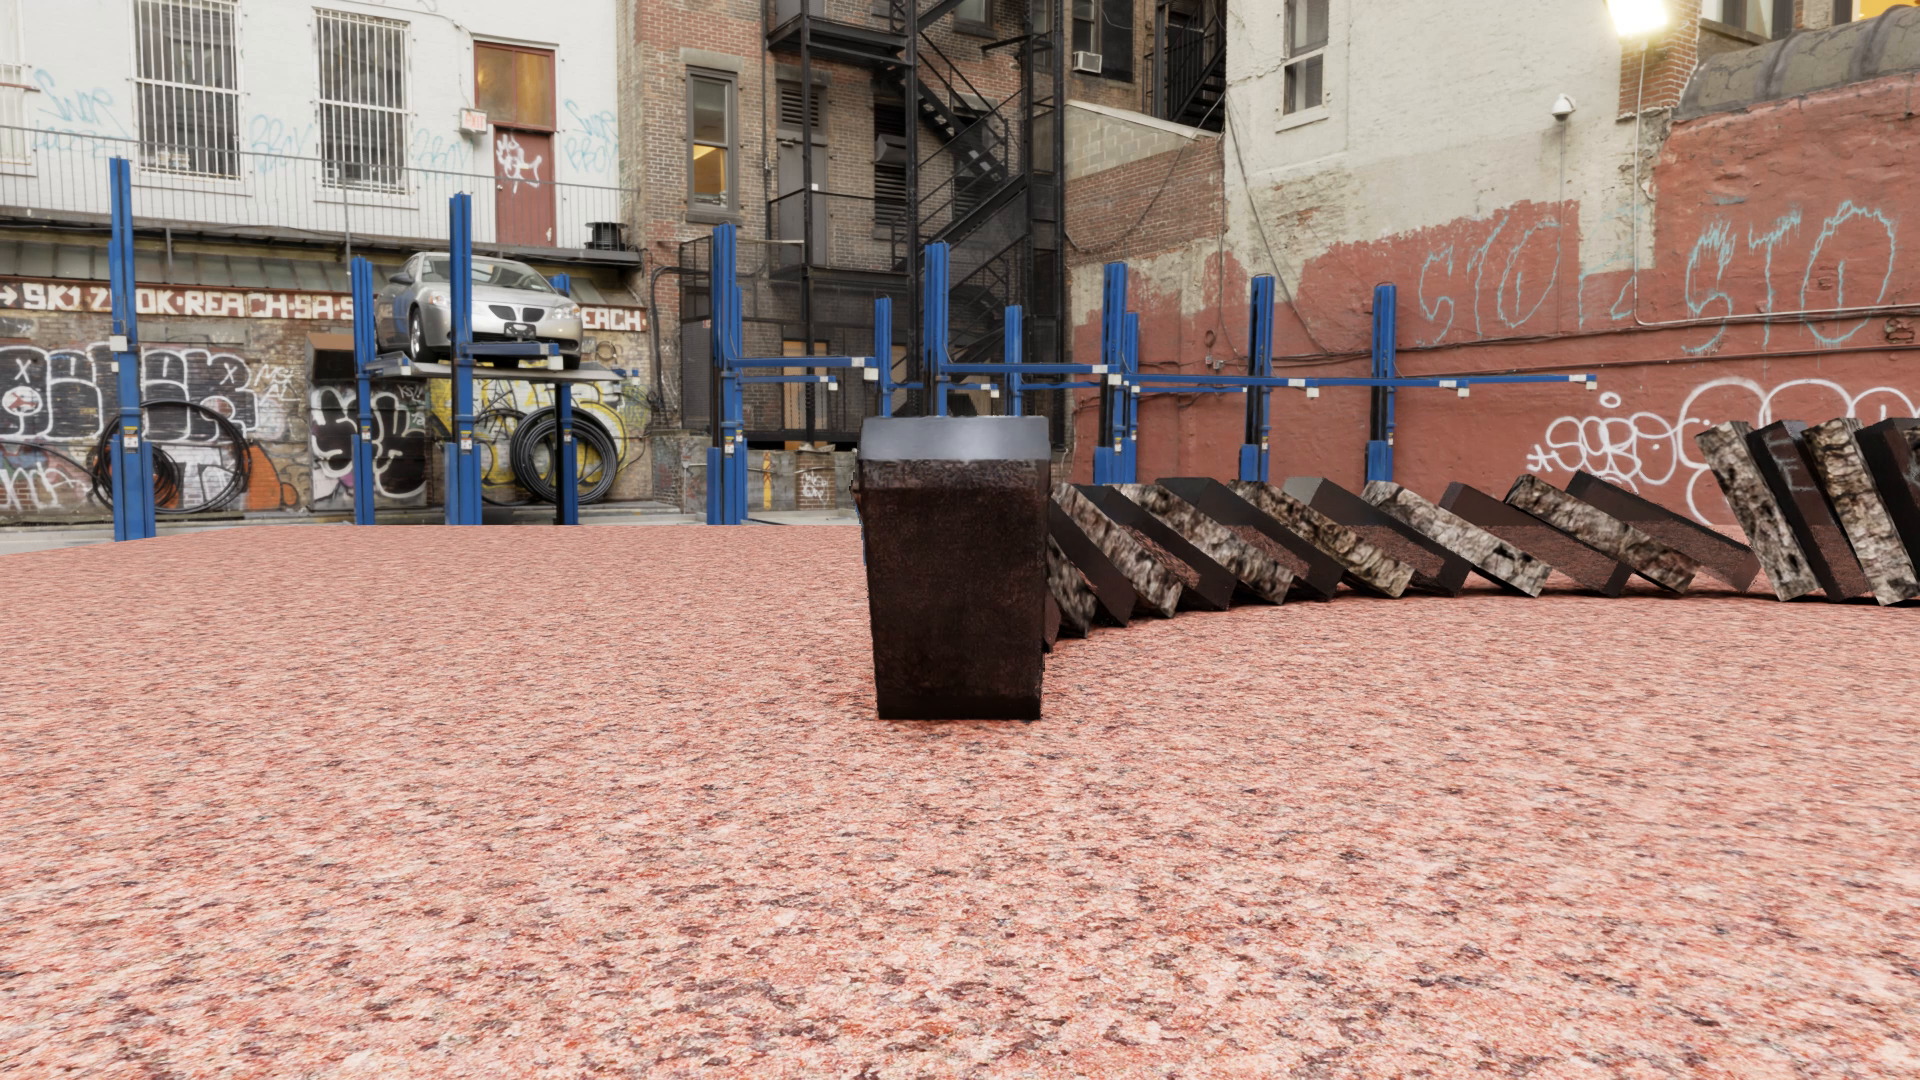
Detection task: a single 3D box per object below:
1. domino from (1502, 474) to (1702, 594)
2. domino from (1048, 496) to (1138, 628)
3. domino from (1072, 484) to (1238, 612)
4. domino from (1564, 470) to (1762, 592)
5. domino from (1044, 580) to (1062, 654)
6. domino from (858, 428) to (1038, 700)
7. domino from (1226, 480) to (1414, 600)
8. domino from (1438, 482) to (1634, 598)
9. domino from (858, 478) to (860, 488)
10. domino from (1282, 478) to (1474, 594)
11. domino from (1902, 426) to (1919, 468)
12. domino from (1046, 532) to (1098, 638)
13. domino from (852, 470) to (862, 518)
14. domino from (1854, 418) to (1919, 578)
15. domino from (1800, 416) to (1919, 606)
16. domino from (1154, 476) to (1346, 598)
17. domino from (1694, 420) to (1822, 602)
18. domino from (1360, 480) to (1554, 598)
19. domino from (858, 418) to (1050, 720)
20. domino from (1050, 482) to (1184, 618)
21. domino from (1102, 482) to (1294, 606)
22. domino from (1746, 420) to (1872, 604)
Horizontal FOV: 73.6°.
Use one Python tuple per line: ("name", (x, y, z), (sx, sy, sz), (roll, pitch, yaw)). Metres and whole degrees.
("domino", (0.182, -0.002, 0.366), (0.050, 0.009, 0.025), (31, 10, 14))
("domino", (0.017, 0.003, 0.289), (0.025, 0.009, 0.050), (3, -27, 38))
("domino", (0.044, 0.002, 0.324), (0.050, 0.010, 0.025), (32, -15, -32))
("domino", (0.203, -0.003, 0.371), (0.050, 0.009, 0.025), (36, 12, 38))
("domino", (0.001, 0.003, 0.249), (0.025, 0.009, 0.050), (2, -38, 23))
("domino", (-0.001, 0.005, 0.200), (0.025, 0.050, 0.009), (0, 43, 3))
("domino", (0.098, -0.001, 0.358), (0.050, 0.010, 0.025), (29, -2, -12))
("domino", (0.164, -0.001, 0.368), (0.050, 0.010, 0.025), (28, 10, 9))
("domino", (-0.001, 0.005, 0.215), (0.025, 0.050, 0.009), (0, 46, 6))
("domino", (0.116, -0.002, 0.363), (0.050, 0.009, 0.025), (28, -2, -8))
("domino", (0.266, -0.007, 0.333), (0.025, 0.050, 0.010), (-3, -19, -31))
("domino", (0.008, 0.004, 0.270), (0.025, 0.009, 0.050), (3, -31, 32))
("domino", (-0.001, 0.004, 0.232), (0.025, 0.009, 0.050), (1, -40, 13))
("domino", (0.259, -0.008, 0.341), (0.025, 0.050, 0.009), (-3, -19, -31))
("domino", (0.246, -0.008, 0.347), (0.025, 0.050, 0.009), (-4, -18, -44))
("domino", (0.077, -0.001, 0.347), (0.050, 0.009, 0.025), (30, -10, -22))
("domino", (0.224, -0.009, 0.357), (0.025, 0.050, 0.009), (-5, -21, -47))
("domino", (0.140, -0.001, 0.367), (0.050, 0.009, 0.025), (28, 5, 1))
("domino", (0.000, 0.006, 0.186), (0.025, 0.050, 0.010), (0, 40, 1))
("domino", (0.029, 0.003, 0.307), (0.025, 0.009, 0.050), (4, -25, 46))
("domino", (0.061, 0.001, 0.338), (0.050, 0.010, 0.025), (30, -10, -26))
("domino", (0.236, -0.008, 0.353), (0.025, 0.050, 0.010), (-4, -20, -44))
